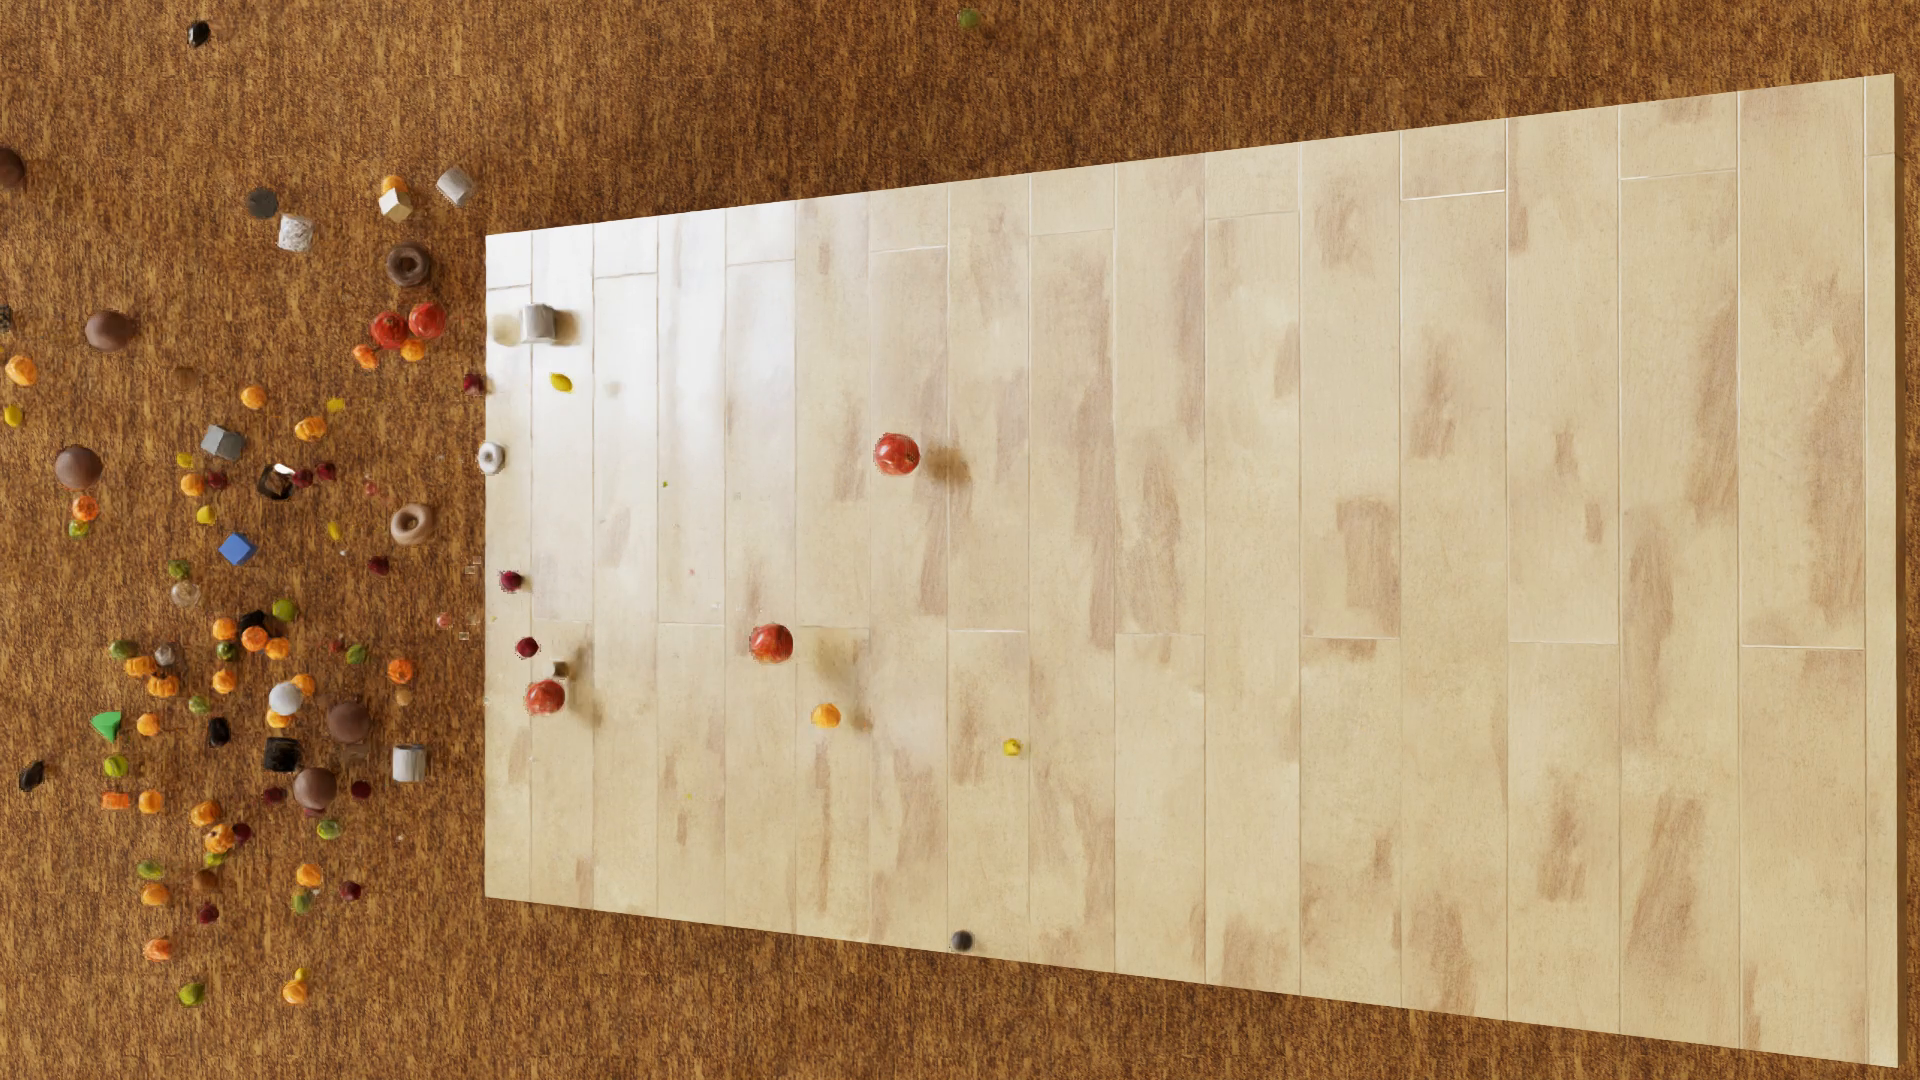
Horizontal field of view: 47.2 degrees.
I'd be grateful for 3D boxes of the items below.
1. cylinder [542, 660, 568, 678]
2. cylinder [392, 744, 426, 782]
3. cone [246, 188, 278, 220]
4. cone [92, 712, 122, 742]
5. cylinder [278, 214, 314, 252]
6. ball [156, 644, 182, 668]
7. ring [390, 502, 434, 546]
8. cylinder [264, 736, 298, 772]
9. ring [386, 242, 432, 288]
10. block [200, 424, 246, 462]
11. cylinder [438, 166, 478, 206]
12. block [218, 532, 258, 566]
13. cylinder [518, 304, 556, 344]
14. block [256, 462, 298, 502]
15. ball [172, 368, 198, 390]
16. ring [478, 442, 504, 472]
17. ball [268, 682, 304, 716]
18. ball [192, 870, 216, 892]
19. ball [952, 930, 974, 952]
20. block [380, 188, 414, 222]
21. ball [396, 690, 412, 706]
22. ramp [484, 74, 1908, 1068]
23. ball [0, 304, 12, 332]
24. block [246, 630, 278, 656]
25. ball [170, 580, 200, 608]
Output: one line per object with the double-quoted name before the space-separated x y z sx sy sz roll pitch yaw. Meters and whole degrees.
"cylinder" -1.189 0.379 6.455 0.053 0.053 0.053 0 90 36
"cylinder" -1.672 0.676 6.678 0.098 0.098 0.098 5 96 0
"cone" -2.142 -1.031 6.699 0.098 0.098 0.098 0 90 0
"cone" -2.595 0.583 6.715 0.088 0.088 0.088 -4 116 0
"cylinder" -2.014 -0.931 6.672 0.094 0.094 0.094 14 104 0
"ball" -2.410 0.351 6.694 0.075 0.075 0.075 0 90 0
"ring" -1.666 -0.049 6.694 0.144 0.048 0.144 -7 60 13
"cylinder" -2.064 0.652 6.689 0.092 0.092 0.092 8 90 0
"ring" -1.685 -0.842 6.724 0.141 0.047 0.141 0 90 1
"block" -2.240 -0.296 6.687 0.079 0.079 0.079 23 89 38
"cylinder" -1.532 -1.081 6.706 0.086 0.086 0.086 -43 90 0
"block" -2.202 0.028 6.704 0.071 0.071 0.071 43 90 0
"cylinder" -1.243 -0.634 6.463 0.099 0.099 0.099 -5 85 0
"block" -2.075 -0.176 6.690 0.077 0.077 0.077 26 110 6
"ball" -2.363 -0.491 6.708 0.072 0.072 0.072 0 90 0
"ring" -1.414 -0.250 6.625 0.096 0.032 0.096 0 89 33
"ball" -2.012 0.473 6.563 0.099 0.099 0.099 0 90 0
"ball" -2.303 1.039 6.697 0.069 0.069 0.069 0 90 0
"ball" 0.006 1.030 5.644 0.056 0.056 0.056 0 90 0
"block" -1.714 -1.017 6.683 0.064 0.064 0.064 -33 58 18
"ball" -1.697 0.482 6.711 0.050 0.050 0.050 0 90 0
"ramp" 0.251 0.069 5.581 4.000 0.100 2.000 0 89 34
"ball" -2.939 -0.680 6.700 0.091 0.091 0.091 0 90 0
"block" -2.130 0.313 6.709 0.057 0.057 0.057 28 90 0
"ball" -2.359 0.163 6.695 0.087 0.087 0.087 0 90 0
